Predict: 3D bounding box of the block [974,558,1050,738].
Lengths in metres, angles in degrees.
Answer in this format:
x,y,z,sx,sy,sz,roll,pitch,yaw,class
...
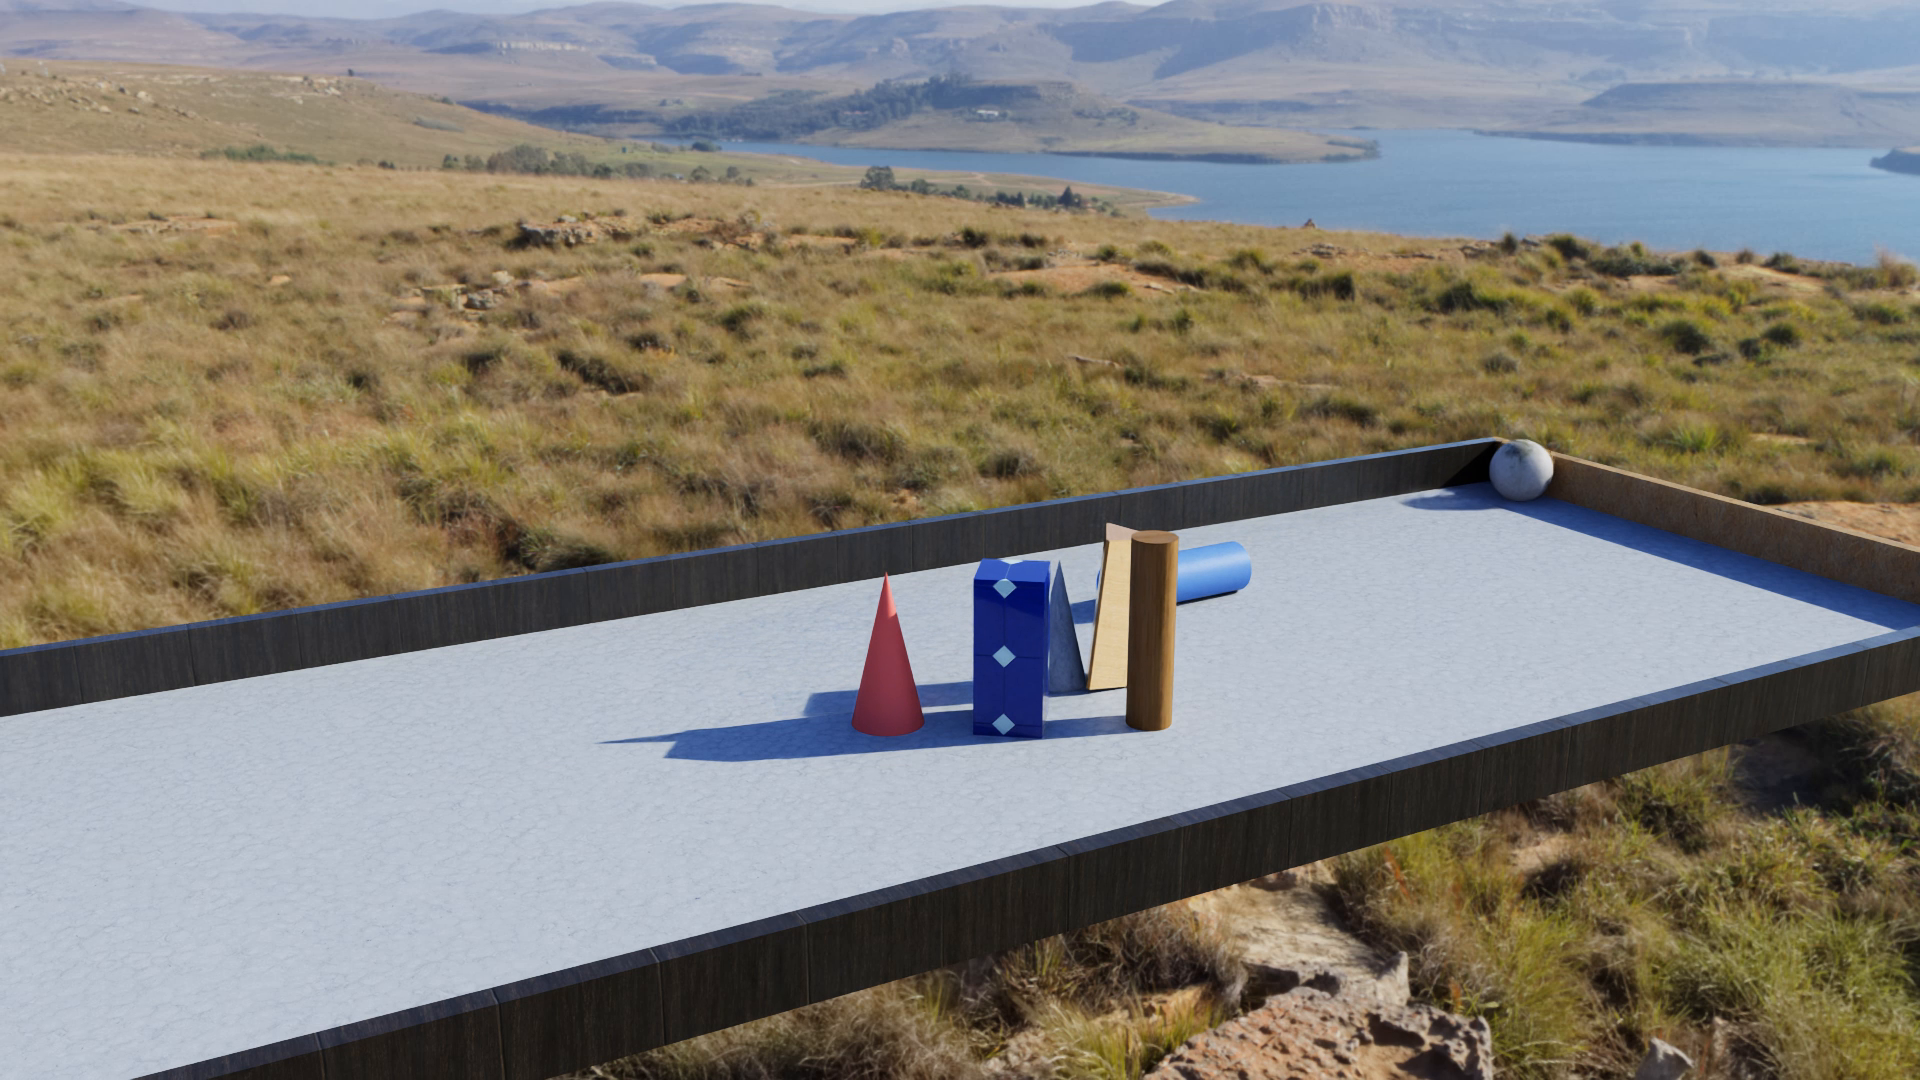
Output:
x,y,z,sx,sy,sz,roll,pitch,yaw,class
0.121,0.250,3.831,0.161,0.379,0.161,2,17,8,block

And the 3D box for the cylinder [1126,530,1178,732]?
x,y,z,sx,sy,sz,roll,pitch,yaw,class
0.445,0.211,3.827,0.108,0.456,0.108,0,16,0,cylinder

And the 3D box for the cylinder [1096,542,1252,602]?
x,y,z,sx,sy,sz,roll,pitch,yaw,class
0.617,0.107,4.735,0.446,0.145,0.145,-9,19,-29,cylinder

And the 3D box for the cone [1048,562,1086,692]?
x,y,z,sx,sy,sz,roll,pitch,yaw,class
0.245,0.201,4.097,0.146,0.323,0.146,0,16,0,cone

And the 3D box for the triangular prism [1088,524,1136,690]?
x,y,z,sx,sy,sz,roll,pitch,yaw,class
0.375,0.161,4.092,0.153,0.385,0.133,-2,19,-26,triangular prism

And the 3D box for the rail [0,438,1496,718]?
x,y,z,sx,sy,sz,roll,pitch,yaw,class
-3.305,0.497,3.399,12.000,0.150,0.050,-9,18,-27,rail

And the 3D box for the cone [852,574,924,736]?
x,y,z,sx,sy,sz,roll,pitch,yaw,class
-0.170,0.250,3.841,0.173,0.373,0.173,0,16,0,cone

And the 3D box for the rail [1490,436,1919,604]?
x,y,z,sx,sy,sz,roll,pitch,yaw,class
2.466,-0.048,5.253,0.050,0.150,2.100,-9,18,-27,rail

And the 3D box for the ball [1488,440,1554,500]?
x,y,z,sx,sy,sz,roll,pitch,yaw,class
1.976,-0.246,5.808,0.216,0.216,0.216,0,16,0,ball

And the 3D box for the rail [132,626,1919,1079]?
x,y,z,sx,sy,sz,roll,pitch,yaw,class
-2.336,1.006,1.665,12.000,0.150,0.050,-9,18,-27,rail
